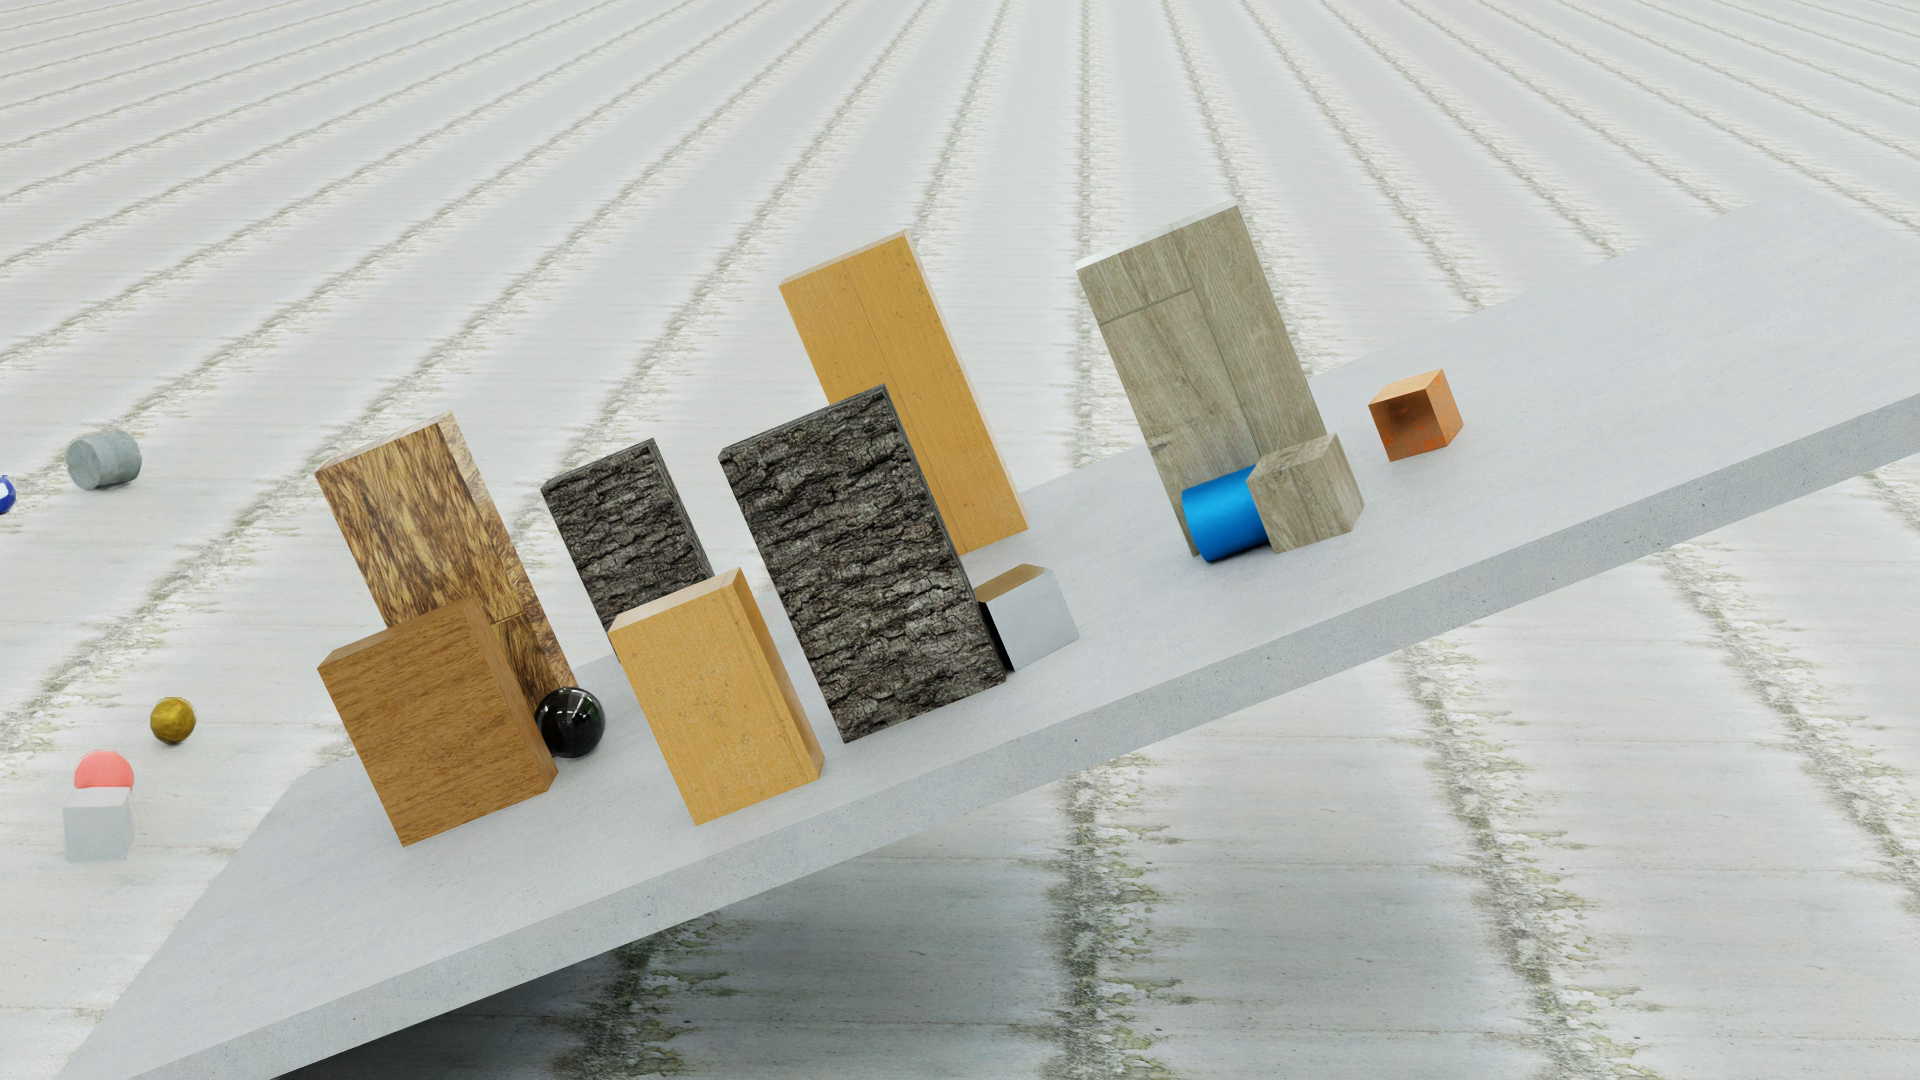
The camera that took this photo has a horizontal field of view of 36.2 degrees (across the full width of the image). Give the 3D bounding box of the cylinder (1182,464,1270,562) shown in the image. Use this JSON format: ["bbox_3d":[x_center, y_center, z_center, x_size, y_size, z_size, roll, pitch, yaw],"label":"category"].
[{"bbox_3d":[0.544,-0.053,5.884,0.155,0.155,0.155,-20,10,15],"label":"cylinder"}]

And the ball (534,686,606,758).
[{"bbox_3d":[-0.862,0.403,6.491,0.159,0.159,0.159,0,14,0],"label":"ball"}]

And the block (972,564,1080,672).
[{"bbox_3d":[0.117,0.152,5.798,0.151,0.151,0.151,-27,13,-17],"label":"block"}]

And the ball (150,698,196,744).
[{"bbox_3d":[-2.162,0.497,8.074,0.123,0.123,0.123,0,14,0],"label":"ball"}]

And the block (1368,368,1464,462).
[{"bbox_3d":[0.945,-0.259,6.090,0.130,0.130,0.130,-16,14,30],"label":"block"}]

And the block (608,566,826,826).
[{"bbox_3d":[-0.461,0.298,5.607,0.257,0.413,0.129,-21,12,8],"label":"block"}]

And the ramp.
[{"bbox_3d":[0.126,0.172,6.288,4.000,0.100,2.000,-21,12,8],"label":"ramp"}]

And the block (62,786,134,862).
[{"bbox_3d":[-2.119,0.699,7.236,0.142,0.142,0.142,-2,14,-7],"label":"block"}]

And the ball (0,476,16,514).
[{"bbox_3d":[-3.486,-0.160,10.629,0.144,0.144,0.144,0,14,0],"label":"ball"}]

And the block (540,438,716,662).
[{"bbox_3d":[-0.795,0.026,7.229,0.288,0.474,0.100,-21,12,8],"label":"block"}]

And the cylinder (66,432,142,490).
[{"bbox_3d":[-3.221,-0.299,11.072,0.192,0.192,0.192,10,17,33],"label":"cylinder"}]

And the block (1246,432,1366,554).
[{"bbox_3d":[0.681,-0.092,5.789,0.160,0.160,0.160,-18,13,23],"label":"block"}]

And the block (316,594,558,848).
[{"bbox_3d":[-1.127,0.391,6.368,0.346,0.436,0.134,-21,12,8],"label":"block"}]

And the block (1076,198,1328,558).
[{"bbox_3d":[0.514,-0.328,5.964,0.345,0.638,0.113,-21,12,8],"label":"block"}]

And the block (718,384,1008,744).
[{"bbox_3d":[-0.185,0.049,5.681,0.340,0.617,0.083,-21,12,8],"label":"block"}]

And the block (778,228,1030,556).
[{"bbox_3d":[-0.126,-0.316,6.831,0.313,0.742,0.110,-21,12,8],"label":"block"}]

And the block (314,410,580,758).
[{"bbox_3d":[-1.124,0.138,6.589,0.302,0.795,0.139,-21,12,8],"label":"block"}]

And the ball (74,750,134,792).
[{"bbox_3d":[-2.200,0.615,7.558,0.147,0.147,0.147,0,14,0],"label":"ball"}]
